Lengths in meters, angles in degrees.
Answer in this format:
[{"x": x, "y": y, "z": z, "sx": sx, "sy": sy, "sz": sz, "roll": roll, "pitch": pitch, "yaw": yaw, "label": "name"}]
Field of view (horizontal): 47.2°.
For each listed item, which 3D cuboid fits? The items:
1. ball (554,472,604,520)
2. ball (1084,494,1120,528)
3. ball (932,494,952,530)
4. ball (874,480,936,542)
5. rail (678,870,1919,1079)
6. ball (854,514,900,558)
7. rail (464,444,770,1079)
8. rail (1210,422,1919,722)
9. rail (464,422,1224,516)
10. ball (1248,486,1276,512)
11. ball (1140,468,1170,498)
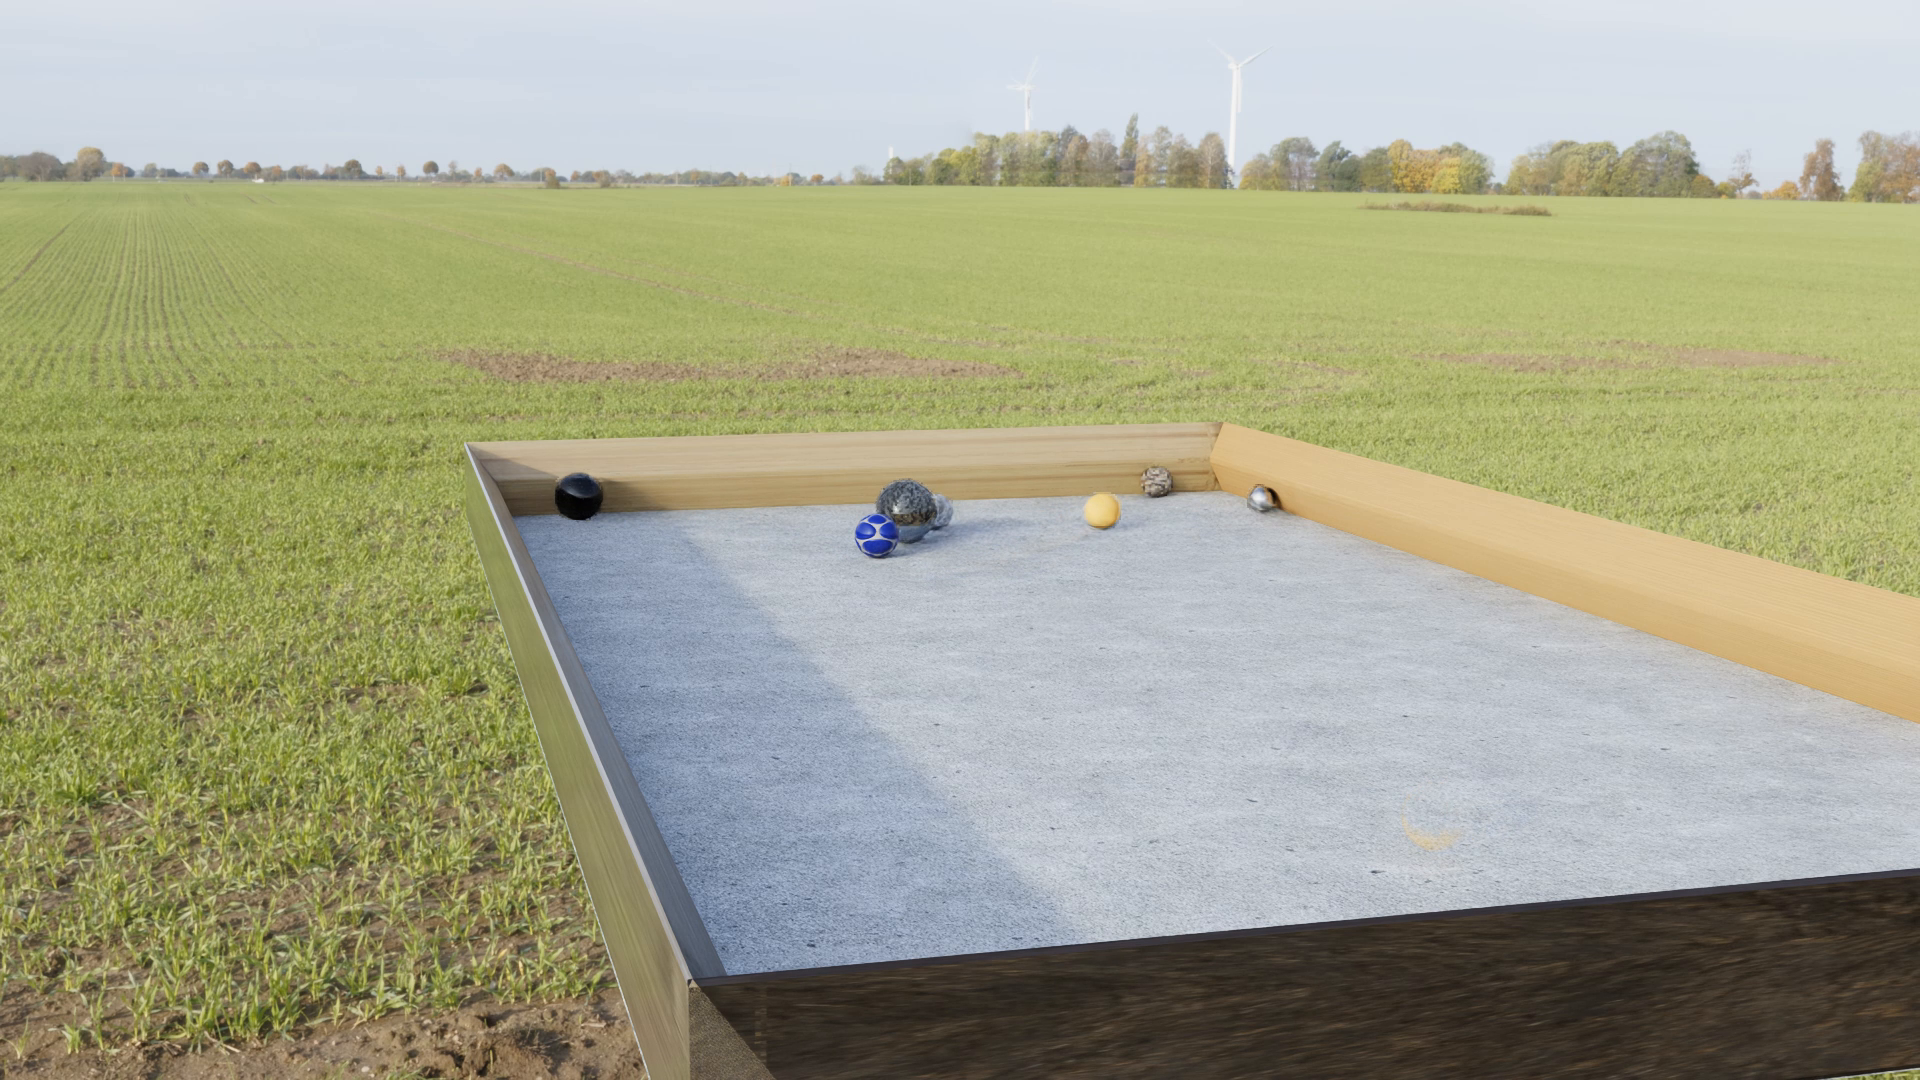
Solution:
[{"x": -0.635, "y": -0.072, "z": 3.663, "sx": 0.081, "sy": 0.081, "sz": 0.081, "roll": 0, "pitch": 9, "yaw": 0, "label": "ball"}, {"x": 0.231, "y": -0.047, "z": 3.573, "sx": 0.057, "sy": 0.057, "sz": 0.057, "roll": 0, "pitch": 9, "yaw": 0, "label": "ball"}, {"x": -0.040, "y": -0.045, "z": 3.563, "sx": 0.057, "sy": 0.057, "sz": 0.057, "roll": 0, "pitch": 9, "yaw": 0, "label": "ball"}, {"x": -0.084, "y": -0.044, "z": 3.426, "sx": 0.096, "sy": 0.096, "sz": 0.096, "roll": 0, "pitch": 9, "yaw": 0, "label": "ball"}, {"x": 0.513, "y": 0.260, "z": 1.339, "sx": 1.364, "sy": 0.125, "sz": 0.045, "roll": -2, "pitch": 9, "yaw": -15, "label": "rail"}, {"x": -0.124, "y": -0.007, "z": 3.280, "sx": 0.067, "sy": 0.067, "sz": 0.067, "roll": 0, "pitch": 9, "yaw": 0, "label": "ball"}, {"x": -0.463, "y": 0.094, "z": 2.424, "sx": 0.045, "sy": 0.125, "sz": 2.674, "roll": -2, "pitch": 9, "yaw": -15, "label": "rail"}, {"x": 0.809, "y": 0.042, "z": 2.761, "sx": 0.045, "sy": 0.125, "sz": 2.674, "roll": -2, "pitch": 9, "yaw": -15, "label": "rail"}, {"x": -0.167, "y": -0.124, "z": 3.847, "sx": 1.364, "sy": 0.125, "sz": 0.045, "roll": -2, "pitch": 9, "yaw": -15, "label": "rail"}, {"x": 0.516, "y": -0.069, "z": 3.758, "sx": 0.045, "sy": 0.045, "sz": 0.045, "roll": 0, "pitch": 9, "yaw": 0, "label": "ball"}, {"x": 0.352, "y": -0.104, "z": 3.957, "sx": 0.054, "sy": 0.054, "sz": 0.054, "roll": 0, "pitch": 9, "yaw": 0, "label": "ball"}]
